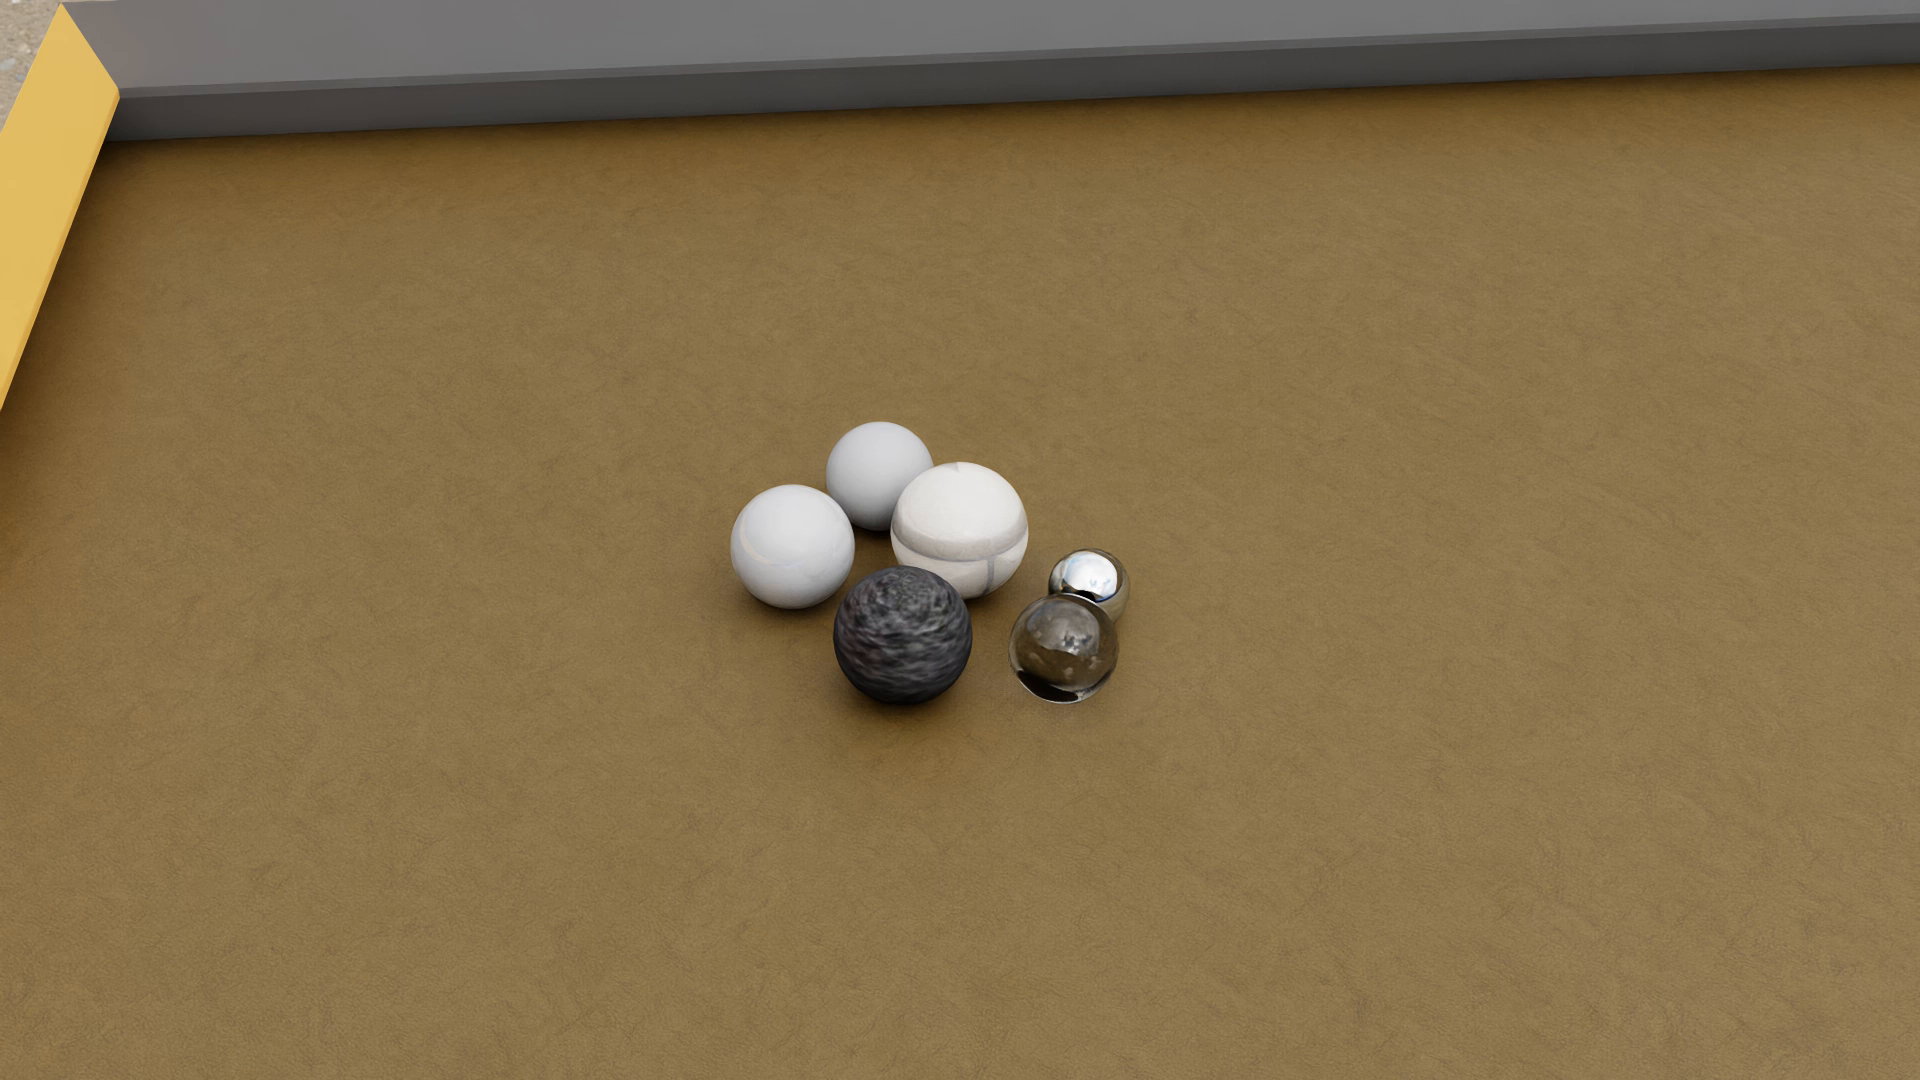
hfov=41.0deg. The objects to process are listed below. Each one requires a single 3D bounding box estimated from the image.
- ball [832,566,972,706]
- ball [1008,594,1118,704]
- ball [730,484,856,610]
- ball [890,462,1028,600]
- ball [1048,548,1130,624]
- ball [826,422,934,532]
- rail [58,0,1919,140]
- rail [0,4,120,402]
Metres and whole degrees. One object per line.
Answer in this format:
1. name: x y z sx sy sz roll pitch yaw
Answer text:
1. ball: -0.036 0.060 1.613 0.088 0.088 0.088 0 36 0
2. ball: 0.065 0.068 1.618 0.070 0.070 0.070 0 36 0
3. ball: -0.111 0.005 1.695 0.083 0.083 0.083 0 36 0
4. ball: 0.000 -0.006 1.703 0.092 0.092 0.092 0 36 0
5. ball: 0.084 0.032 1.681 0.055 0.055 0.055 0 36 0
6. ball: -0.055 -0.044 1.769 0.076 0.076 0.076 0 36 0
7. rail: 0.630 -0.472 2.319 2.807 0.130 0.045 -3 36 -5
8. rail: -0.675 0.016 1.637 0.045 0.130 1.463 -3 36 -5
